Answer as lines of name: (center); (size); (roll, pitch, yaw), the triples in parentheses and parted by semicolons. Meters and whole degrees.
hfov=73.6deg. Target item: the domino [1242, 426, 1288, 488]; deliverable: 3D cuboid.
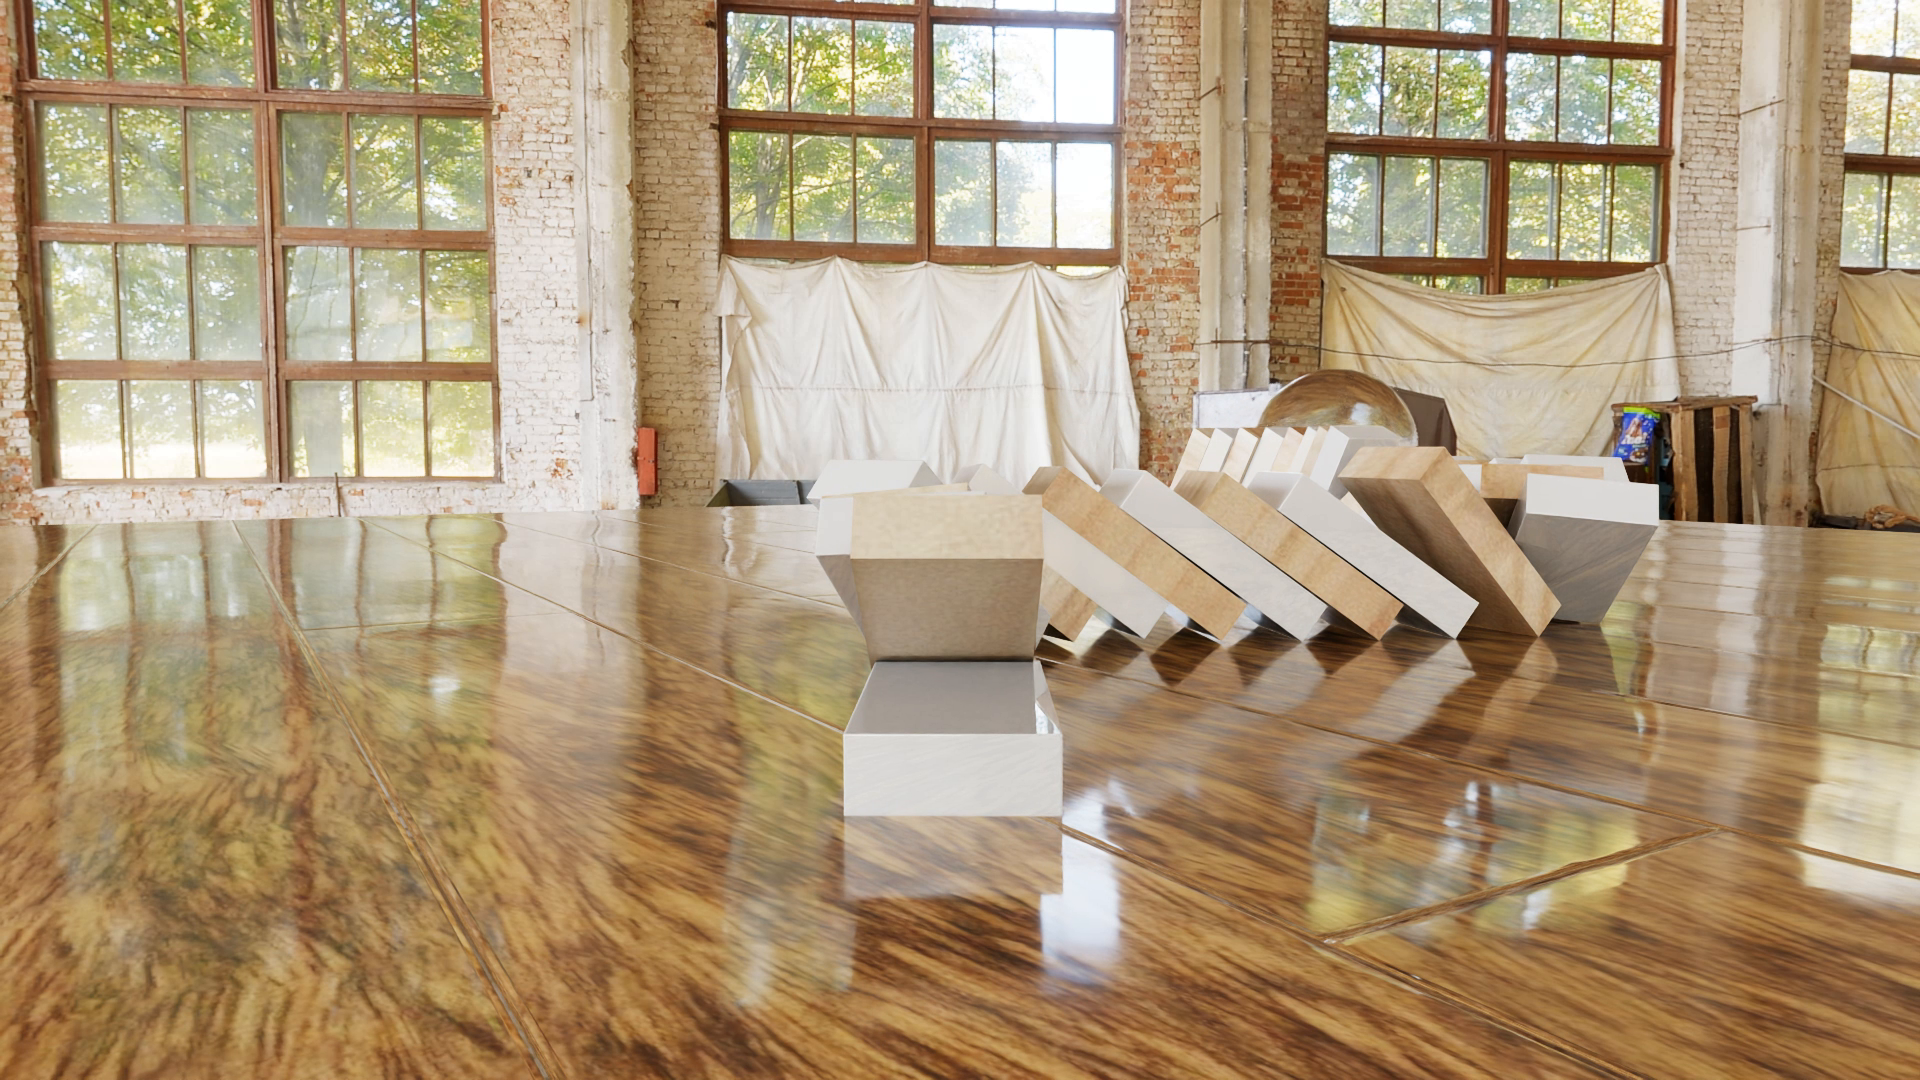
domino: (0.120, -0.019, 0.495); (0.025, 0.050, 0.010); (-3, 33, -38)

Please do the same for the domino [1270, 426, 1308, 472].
domino: (0.127, -0.018, 0.486); (0.025, 0.050, 0.010); (-3, 33, -37)

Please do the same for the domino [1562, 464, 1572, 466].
domino: (0.146, -0.001, 0.337); (0.025, 0.009, 0.050); (2, -32, 23)

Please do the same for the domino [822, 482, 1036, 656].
domino: (-0.004, 0.007, 0.228); (0.025, 0.010, 0.050); (-5, -28, 15)

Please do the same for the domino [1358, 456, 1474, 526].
domino: (0.145, -0.008, 0.420); (0.025, 0.009, 0.050); (-2, -34, -27)

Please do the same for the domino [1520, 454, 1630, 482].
domino: (0.160, -0.004, 0.353); (0.025, 0.010, 0.050); (2, -35, 0)

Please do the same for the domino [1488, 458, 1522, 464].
domino: (0.158, -0.006, 0.388); (0.025, 0.009, 0.050); (0, -33, -21)

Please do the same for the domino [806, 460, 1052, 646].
domino: (-0.005, 0.004, 0.254); (0.025, 0.010, 0.050); (4, -34, 42)

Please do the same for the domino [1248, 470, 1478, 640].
domino: (0.088, 0.003, 0.288); (0.050, 0.009, 0.025); (34, -1, -10)

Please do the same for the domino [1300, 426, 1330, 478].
domino: (0.133, -0.017, 0.463); (0.025, 0.050, 0.009); (-3, 32, -31)

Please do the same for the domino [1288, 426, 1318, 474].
domino: (0.131, -0.018, 0.476); (0.025, 0.050, 0.009); (-3, 33, -36)

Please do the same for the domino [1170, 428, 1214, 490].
domino: (0.097, -0.021, 0.518); (0.025, 0.050, 0.009); (-3, 33, -38)

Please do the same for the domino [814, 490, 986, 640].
domino: (-0.005, 0.009, 0.210); (0.025, 0.009, 0.050); (-2, -28, 10)

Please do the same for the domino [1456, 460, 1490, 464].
domino: (0.151, -0.007, 0.405); (0.025, 0.009, 0.050); (-2, -32, -25)

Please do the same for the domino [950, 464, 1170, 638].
domino: (0.020, 0.002, 0.281); (0.050, 0.009, 0.025); (36, -5, -9)

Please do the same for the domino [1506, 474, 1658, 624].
domino: (0.135, 0.003, 0.287); (0.025, 0.009, 0.050); (7, -26, 16)

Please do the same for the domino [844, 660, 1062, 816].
domino: (-0.001, 0.025, 0.171); (0.025, 0.009, 0.050); (0, 4, 1)

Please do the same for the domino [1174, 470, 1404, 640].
domino: (0.071, 0.003, 0.286); (0.050, 0.009, 0.025); (35, -1, -9)

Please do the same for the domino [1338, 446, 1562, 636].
domino: (0.109, 0.000, 0.287); (0.050, 0.009, 0.025); (46, -15, -20)

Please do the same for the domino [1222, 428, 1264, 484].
domino: (0.112, -0.020, 0.502); (0.025, 0.050, 0.009); (-3, 33, -38)

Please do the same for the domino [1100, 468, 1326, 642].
domino: (0.054, 0.003, 0.284); (0.050, 0.010, 0.025); (36, -1, -9)

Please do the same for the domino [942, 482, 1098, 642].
domino: (0.003, 0.003, 0.274); (0.050, 0.010, 0.025); (38, -11, -17)

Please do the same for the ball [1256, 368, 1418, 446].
ball: (0.188, -0.046, 0.644); (0.080, 0.080, 0.080); (0, 4, 0)

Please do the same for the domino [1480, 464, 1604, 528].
domino: (0.137, 0.001, 0.306); (0.025, 0.009, 0.050); (3, -31, 21)

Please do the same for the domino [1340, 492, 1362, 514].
domino: (0.141, -0.011, 0.434); (0.025, 0.010, 0.050); (2, -38, -32)

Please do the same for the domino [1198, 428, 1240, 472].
domino: (0.104, -0.020, 0.509); (0.025, 0.050, 0.010); (-3, 33, -38)

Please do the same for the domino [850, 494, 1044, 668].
domino: (-0.001, 0.010, 0.190); (0.025, 0.010, 0.050); (0, -28, 1)

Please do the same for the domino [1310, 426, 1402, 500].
domino: (0.134, -0.016, 0.451); (0.025, 0.050, 0.009); (-2, 32, -30)

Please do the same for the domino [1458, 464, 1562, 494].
domino: (0.137, 0.000, 0.324); (0.025, 0.009, 0.050); (2, -32, 24)

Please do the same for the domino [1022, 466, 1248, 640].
domino: (0.037, 0.002, 0.283); (0.050, 0.009, 0.025); (36, -2, -8)
